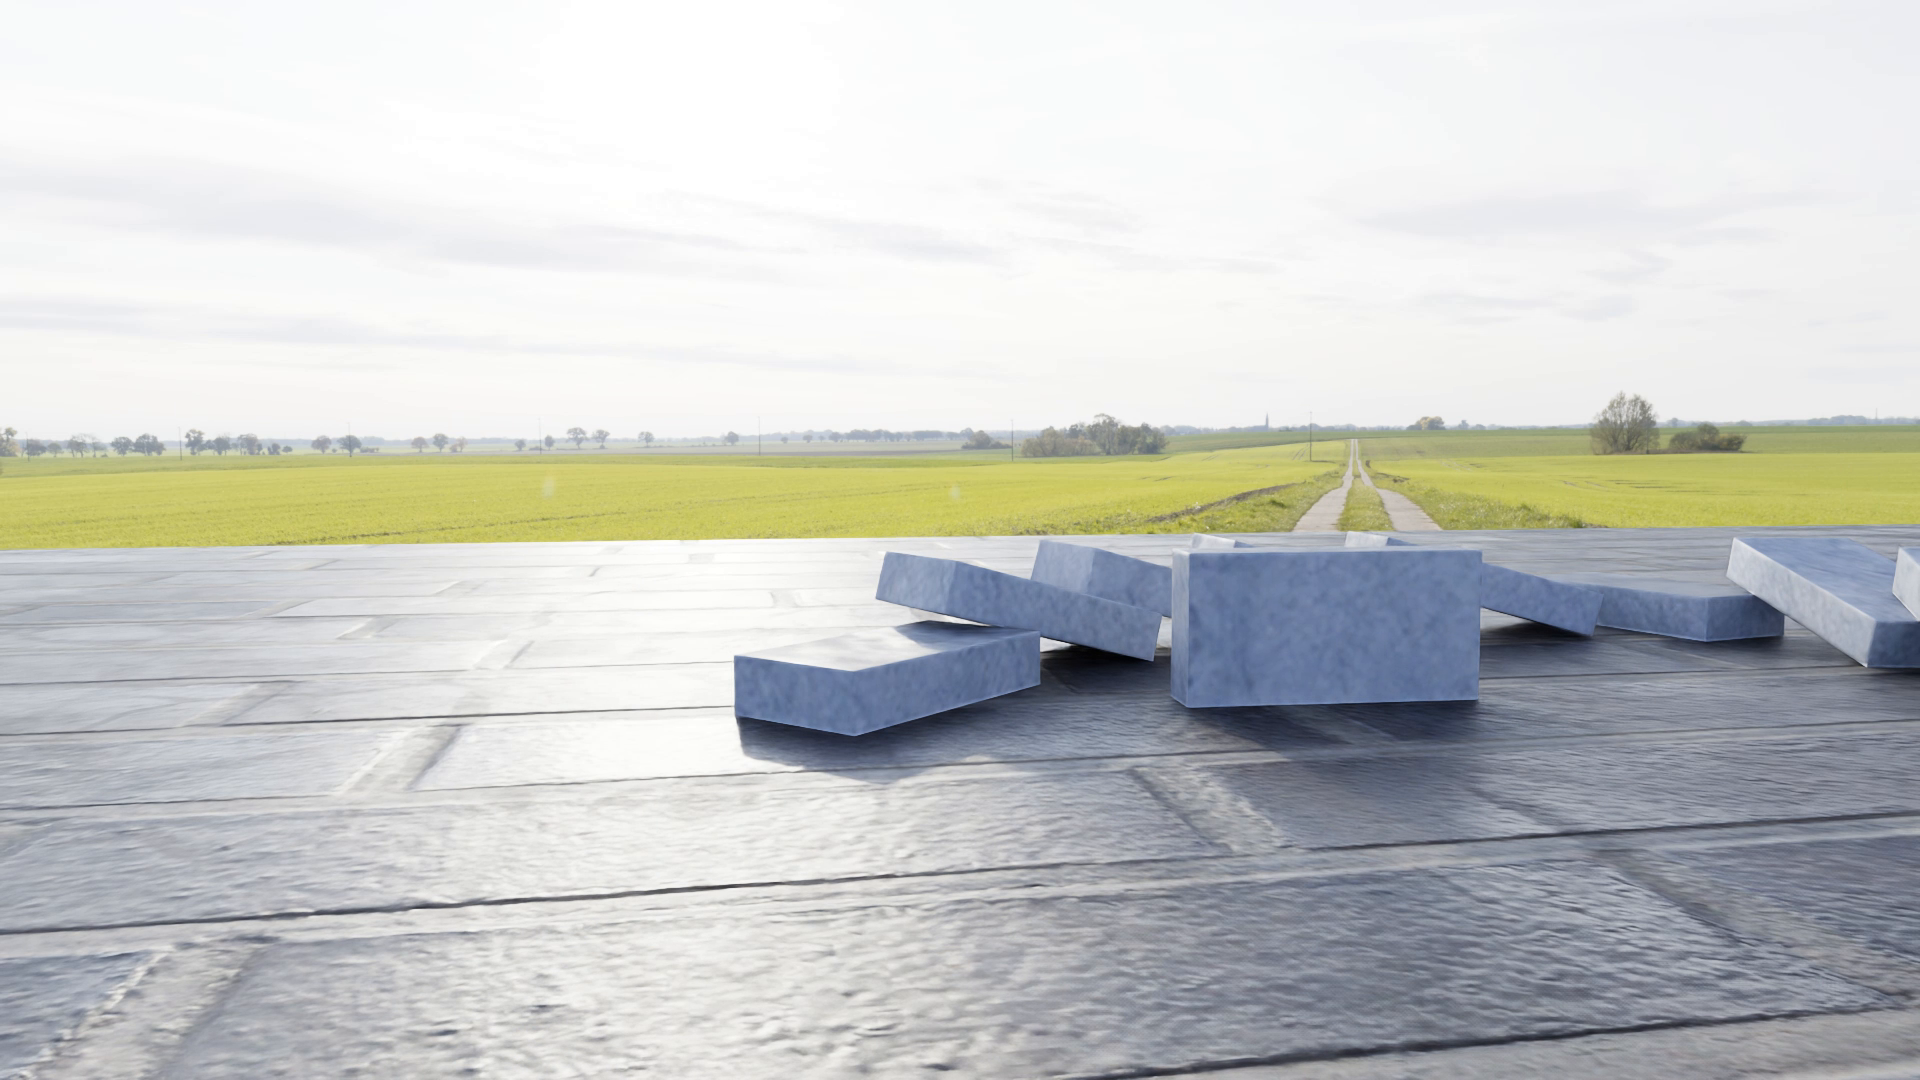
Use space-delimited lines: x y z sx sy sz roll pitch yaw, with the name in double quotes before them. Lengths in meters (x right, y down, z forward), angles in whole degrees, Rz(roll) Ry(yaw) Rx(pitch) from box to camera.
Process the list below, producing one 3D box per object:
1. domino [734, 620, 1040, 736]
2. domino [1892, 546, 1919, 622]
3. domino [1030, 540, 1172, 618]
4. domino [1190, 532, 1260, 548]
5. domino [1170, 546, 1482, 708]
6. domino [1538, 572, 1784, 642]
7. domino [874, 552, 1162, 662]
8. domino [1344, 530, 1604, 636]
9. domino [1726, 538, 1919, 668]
"domino" -0.011 0.022 0.214 0.025 0.009 0.050 3 5 36
"domino" 0.189 0.014 0.227 0.025 0.009 0.050 1 20 19
"domino" 0.043 0.011 0.271 0.050 0.009 0.025 15 -2 -23
"domino" 0.078 0.010 0.287 0.050 0.009 0.025 15 2 -11
"domino" 0.061 0.014 0.214 0.050 0.025 0.010 -1 4 -8
"domino" 0.162 0.015 0.304 0.025 0.009 0.050 -2 5 -23
"domino" 0.012 0.013 0.248 0.050 0.010 0.025 15 -5 -33
"domino" 0.115 0.009 0.292 0.050 0.010 0.025 15 3 -3
"domino" 0.186 0.012 0.266 0.025 0.010 0.050 0 18 2
